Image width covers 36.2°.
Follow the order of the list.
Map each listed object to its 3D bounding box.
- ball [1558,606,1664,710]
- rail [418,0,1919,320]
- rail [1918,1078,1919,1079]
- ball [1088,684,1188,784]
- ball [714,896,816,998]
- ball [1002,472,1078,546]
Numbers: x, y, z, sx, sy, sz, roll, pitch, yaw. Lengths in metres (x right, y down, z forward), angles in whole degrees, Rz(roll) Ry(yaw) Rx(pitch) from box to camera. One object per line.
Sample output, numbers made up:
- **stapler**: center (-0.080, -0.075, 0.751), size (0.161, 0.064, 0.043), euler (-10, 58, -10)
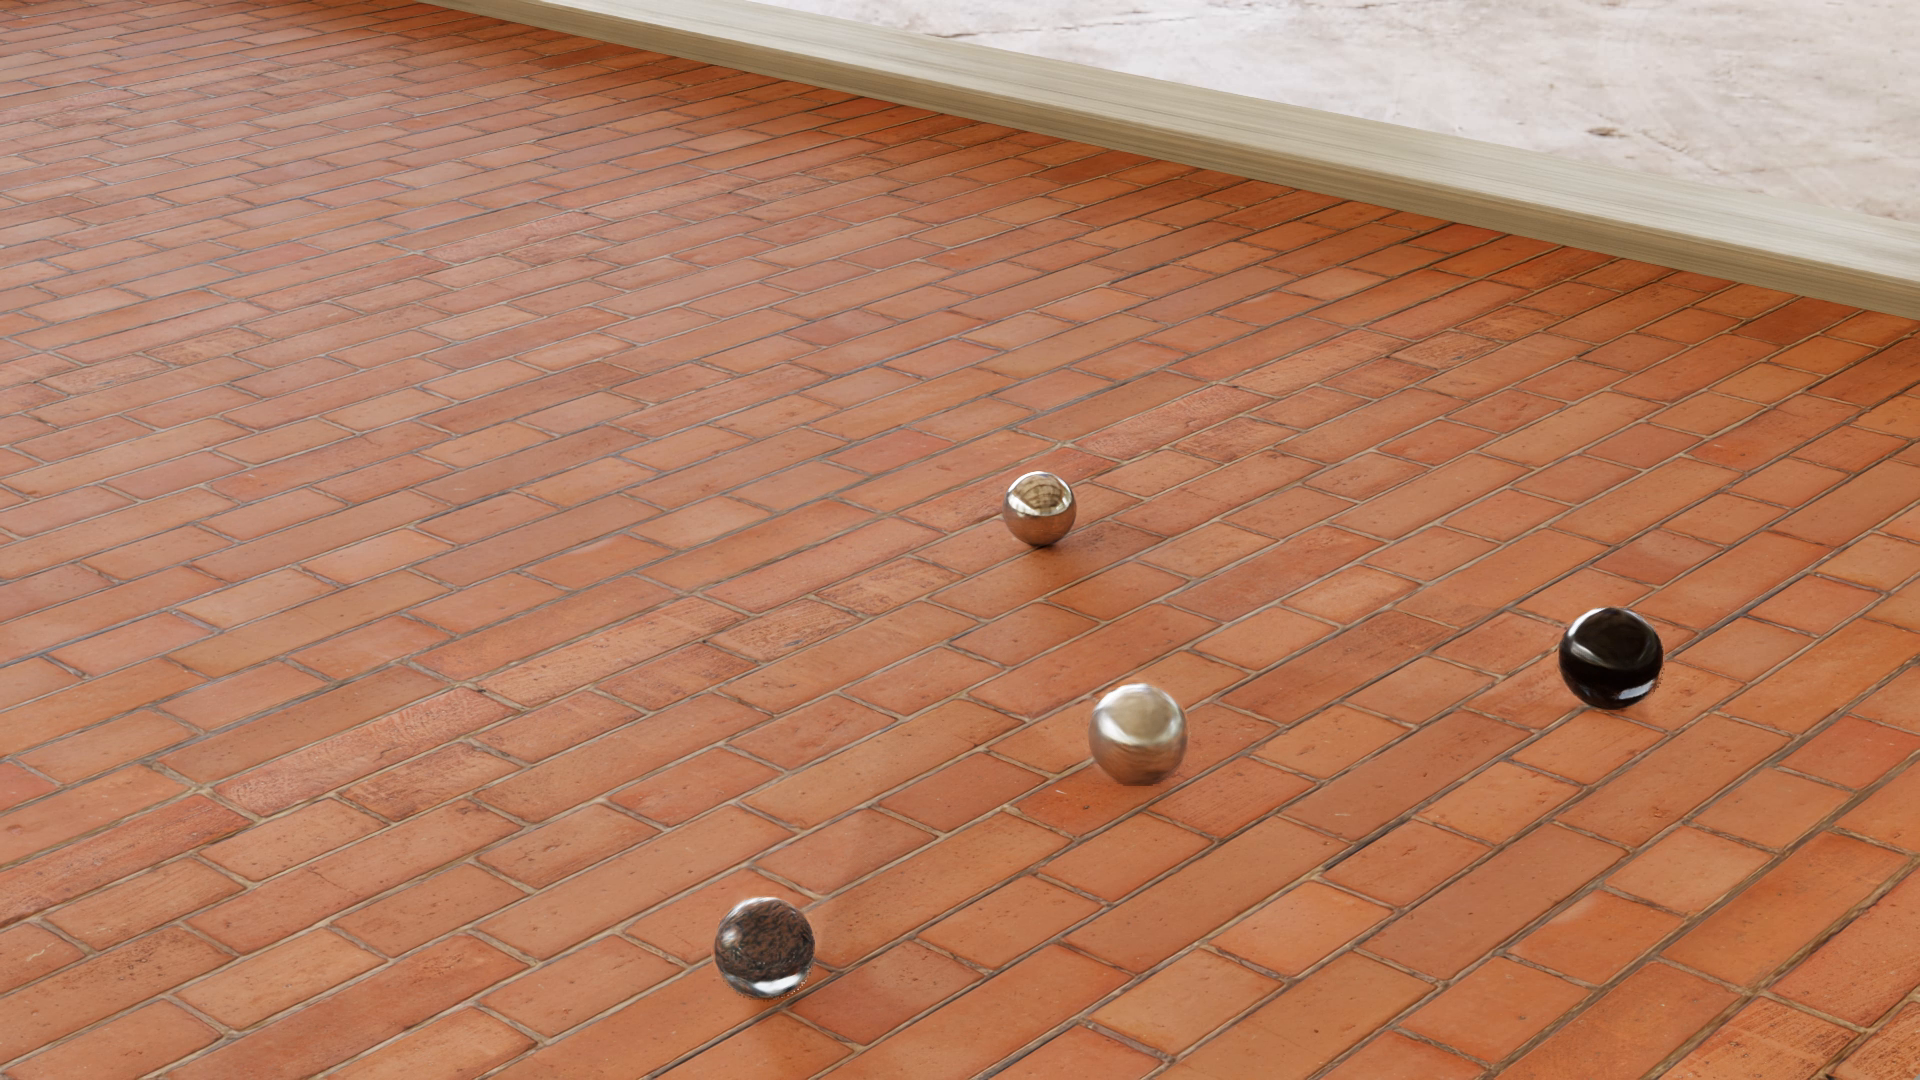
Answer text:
- **ball**: center (0.509, 0.092, 2.300), size (0.081, 0.081, 0.081), euler (0, 22, 0)
- **rail**: center (0.037, -0.619, 4.039), size (4.203, 0.105, 0.045), euler (18, 28, 38)
- **rail**: center (0.767, 0.239, 1.900), size (0.045, 0.105, 2.520), euler (18, 28, 38)
- **ball**: center (0.132, 0.144, 2.182), size (0.075, 0.075, 0.075), euler (0, 22, 0)
- **ball**: center (-0.126, 0.263, 1.897), size (0.065, 0.065, 0.065), euler (0, 22, 0)
- **ball**: center (0.071, -0.028, 2.619), size (0.067, 0.067, 0.067), euler (0, 22, 0)
